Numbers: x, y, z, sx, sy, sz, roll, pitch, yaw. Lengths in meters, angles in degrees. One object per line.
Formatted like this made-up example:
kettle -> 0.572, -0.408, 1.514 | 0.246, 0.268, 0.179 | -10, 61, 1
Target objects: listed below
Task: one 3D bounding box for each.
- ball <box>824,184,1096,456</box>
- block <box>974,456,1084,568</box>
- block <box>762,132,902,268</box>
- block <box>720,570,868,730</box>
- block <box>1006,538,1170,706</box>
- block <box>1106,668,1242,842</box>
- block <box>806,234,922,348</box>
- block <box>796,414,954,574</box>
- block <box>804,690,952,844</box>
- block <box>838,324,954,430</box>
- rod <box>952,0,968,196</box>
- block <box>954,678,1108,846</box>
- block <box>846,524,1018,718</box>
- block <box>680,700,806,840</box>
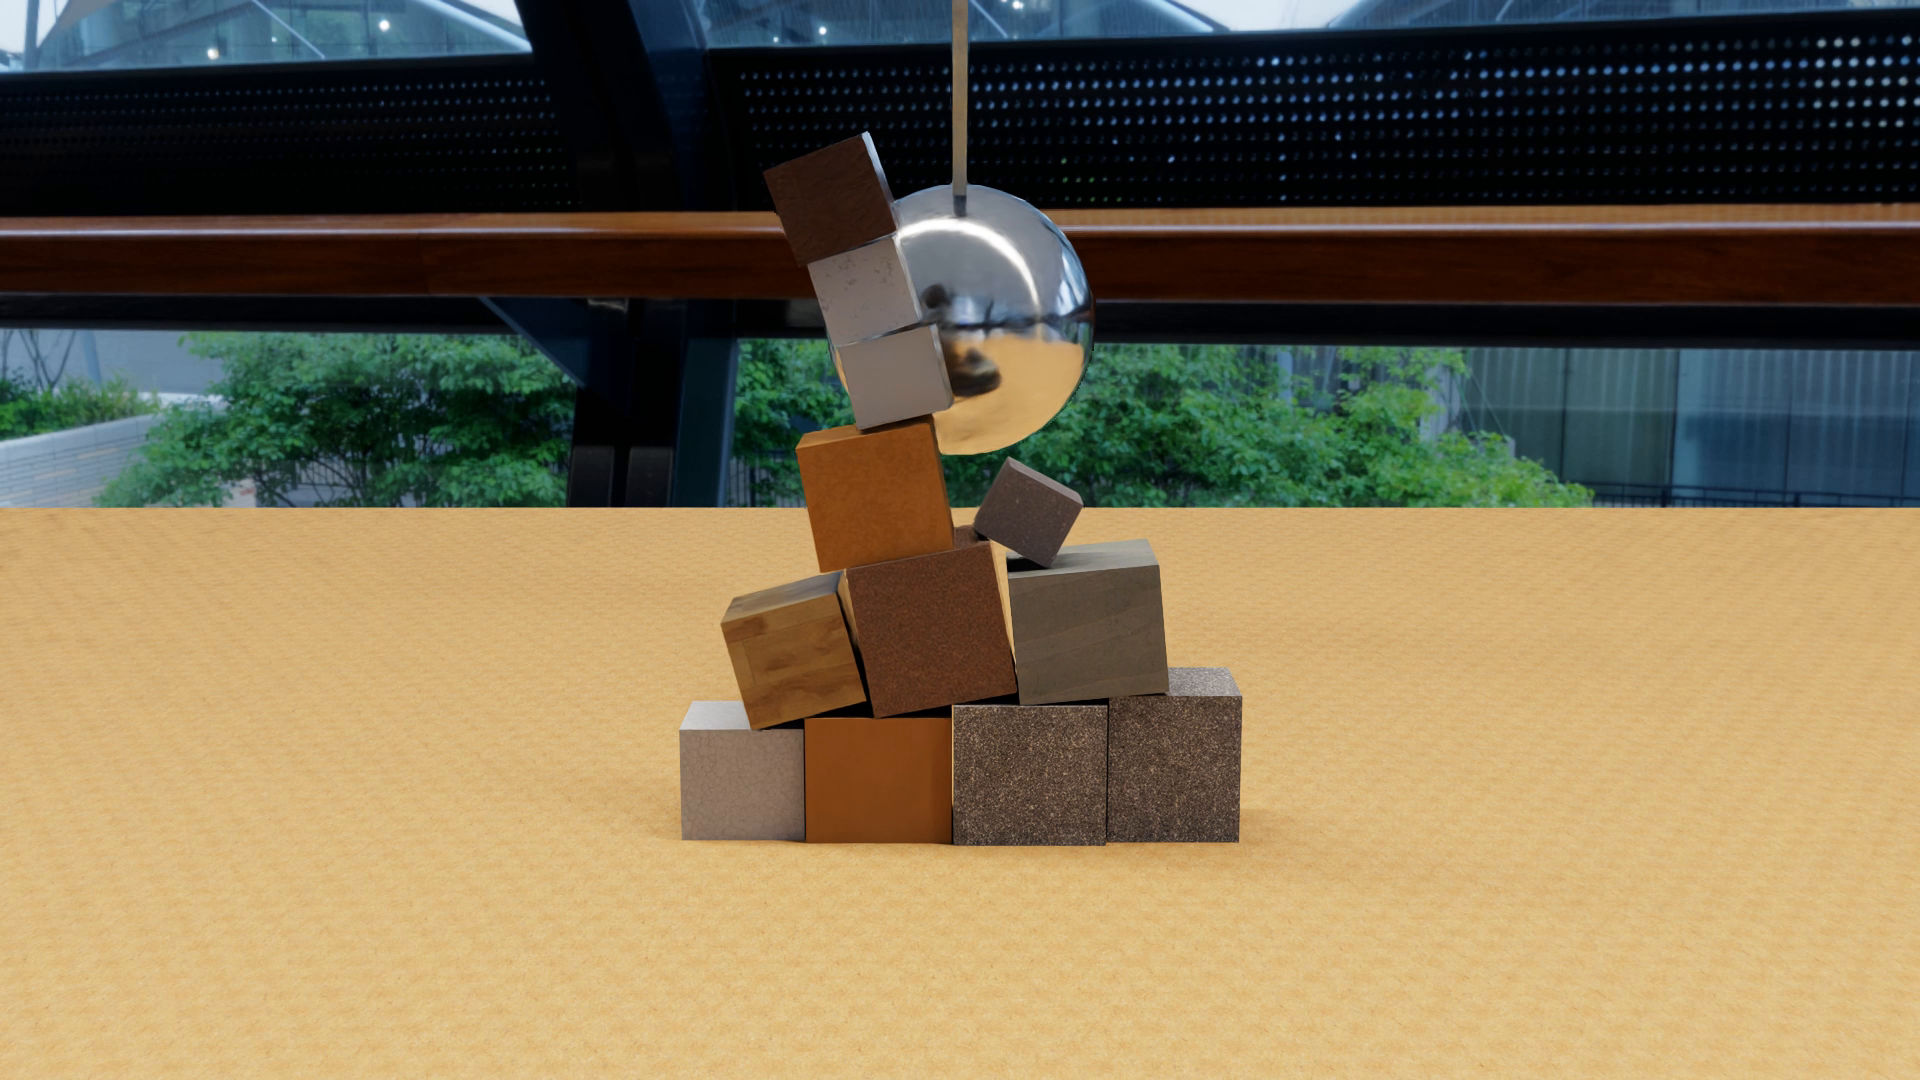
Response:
ball -> 0.000, -1.302, 13.052 | 1.600, 1.600, 1.600 | 0, 10, 0
block -> 0.343, -0.143, 11.140 | 0.416, 0.368, 0.378 | 28, 9, -6
block -> -0.622, -1.691, 10.874 | 0.515, 0.490, 0.497 | -20, 11, 6
block -> -0.828, 0.555, 11.284 | 0.599, 0.571, 0.640 | -15, 10, 3
block -> 0.642, 0.410, 11.272 | 0.749, 0.650, 0.722 | -5, 10, 1
block -> 1.080, 1.102, 11.373 | 0.668, 0.763, 0.615 | 0, 10, 0
block -> -0.469, -1.244, 10.947 | 0.441, 0.430, 0.373 | -17, 10, 5
block -> -0.420, -0.254, 11.147 | 0.671, 0.636, 0.589 | -10, 10, 2
block -> -0.410, 1.157, 11.382 | 0.736, 0.650, 0.645 | 0, 10, 0
block -> -0.313, -0.823, 11.028 | 0.464, 0.417, 0.466 | -13, 6, 5
rod -> 0.000, -4.231, 11.325 | 0.080, 5.200, 0.080 | 0, 31, 0
block -> 0.351, 1.123, 11.374 | 0.769, 0.721, 0.715 | 0, 10, 0
block -> -0.138, 0.396, 11.269 | 0.729, 0.767, 0.683 | -10, 10, 2
block -> -1.101, 1.189, 11.400 | 0.625, 0.583, 0.569 | 0, 10, 0
